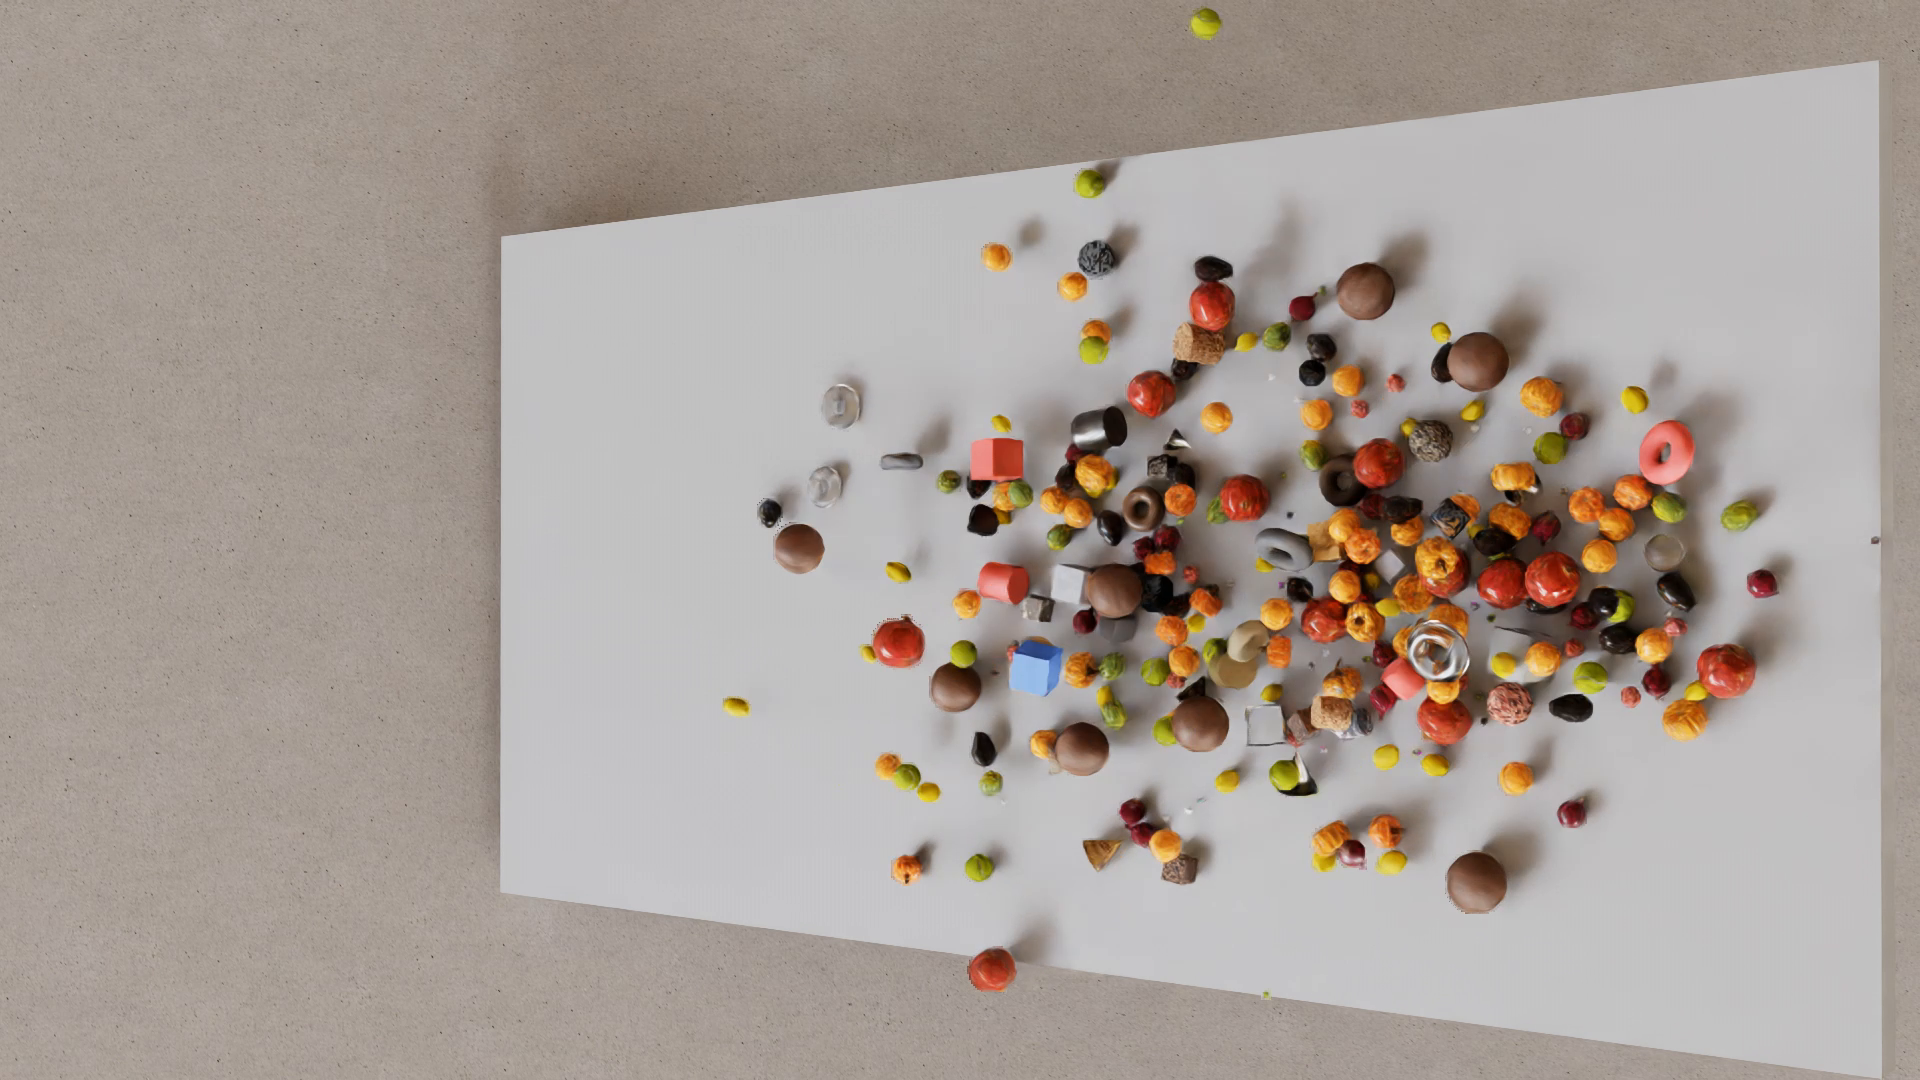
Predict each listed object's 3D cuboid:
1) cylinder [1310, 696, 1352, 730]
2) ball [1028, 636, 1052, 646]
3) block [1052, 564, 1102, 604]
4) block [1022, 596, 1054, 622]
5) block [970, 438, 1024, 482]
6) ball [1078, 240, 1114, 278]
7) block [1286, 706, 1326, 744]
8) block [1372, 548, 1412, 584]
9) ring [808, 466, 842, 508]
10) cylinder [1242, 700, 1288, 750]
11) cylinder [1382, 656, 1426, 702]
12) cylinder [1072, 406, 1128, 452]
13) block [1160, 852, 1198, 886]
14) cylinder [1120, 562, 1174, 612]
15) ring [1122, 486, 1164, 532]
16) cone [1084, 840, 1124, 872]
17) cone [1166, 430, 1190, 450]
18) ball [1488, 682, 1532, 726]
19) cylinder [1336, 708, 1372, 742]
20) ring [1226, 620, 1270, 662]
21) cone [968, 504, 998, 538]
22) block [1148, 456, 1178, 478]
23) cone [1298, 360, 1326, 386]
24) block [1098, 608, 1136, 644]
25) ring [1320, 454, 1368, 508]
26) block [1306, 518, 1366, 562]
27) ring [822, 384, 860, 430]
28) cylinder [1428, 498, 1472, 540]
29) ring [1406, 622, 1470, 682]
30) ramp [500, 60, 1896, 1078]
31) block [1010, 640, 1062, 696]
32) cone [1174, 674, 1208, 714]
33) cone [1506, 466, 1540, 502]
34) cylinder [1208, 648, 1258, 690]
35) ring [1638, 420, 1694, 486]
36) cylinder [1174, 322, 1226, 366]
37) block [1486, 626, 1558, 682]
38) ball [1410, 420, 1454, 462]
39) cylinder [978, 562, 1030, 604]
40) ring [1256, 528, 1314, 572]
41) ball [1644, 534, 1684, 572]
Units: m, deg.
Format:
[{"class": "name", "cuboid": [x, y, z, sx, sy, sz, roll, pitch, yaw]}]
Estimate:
[{"class": "cylinder", "cuboid": [0.820, 0.381, 4.852, 0.071, 0.071, 0.071, 7, 90, -7]}, {"class": "ball", "cuboid": [0.191, 0.284, 5.426, 0.091, 0.091, 0.091, 0, 90, 0]}, {"class": "block", "cuboid": [0.287, 0.109, 5.398, 0.083, 0.083, 0.083, 14, 98, 36]}, {"class": "block", "cuboid": [0.194, 0.170, 5.485, 0.054, 0.054, 0.054, 16, 99, 36]}, {"class": "block", "cuboid": [0.091, -0.199, 5.456, 0.094, 0.094, 0.094, 3, 84, -35]}, {"class": "ball", "cuboid": [0.333, -0.685, 5.366, 0.090, 0.090, 0.090, 0, 90, 0]}, {"class": "block", "cuboid": [0.793, 0.420, 5.021, 0.058, 0.058, 0.058, -17, 68, -27]}, {"class": "block", "cuboid": [0.965, 0.059, 4.907, 0.054, 0.054, 0.054, -46, 64, 19]}, {"class": "ring", "cuboid": [-0.364, -0.142, 5.914, 0.113, 0.038, 0.113, -1, 88, 38]}, {"class": "cylinder", "cuboid": [0.706, 0.427, 5.078, 0.088, 0.088, 0.088, -14, 73, 0]}, {"class": "cylinder", "cuboid": [0.966, 0.302, 4.790, 0.069, 0.069, 0.069, 43, 90, -3]}, {"class": "cylinder", "cuboid": [0.338, -0.268, 5.333, 0.096, 0.096, 0.096, -11, 89, 40]}, {"class": "block", "cuboid": [0.523, 0.782, 5.233, 0.059, 0.059, 0.059, 12, 97, 36]}, {"class": "cylinder", "cuboid": [0.446, 0.114, 5.254, 0.094, 0.094, 0.094, -11, 114, -25]}, {"class": "ring", "cuboid": [0.443, -0.074, 5.312, 0.113, 0.038, 0.113, 0, 90, 36]}, {"class": "cone", "cuboid": [0.361, 0.750, 5.353, 0.088, 0.088, 0.088, -29, 90, 14]}, {"class": "cone", "cuboid": [0.530, -0.230, 5.250, 0.055, 0.055, 0.055, 25, 90, 15]}, {"class": "ball", "cuboid": [1.181, 0.352, 4.722, 0.095, 0.095, 0.095, 0, 90, 0]}, {"class": "cylinder", "cuboid": [0.886, 0.417, 4.958, 0.061, 0.061, 0.061, -23, 90, 39]}, {"class": "ring", "cuboid": [0.656, 0.229, 5.002, 0.112, 0.112, 0.037, -42, 49, 0]}, {"class": "cone", "cuboid": [0.039, -0.036, 5.516, 0.085, 0.085, 0.085, 10, 111, 27]}, {"class": "block", "cuboid": [0.486, -0.176, 5.271, 0.053, 0.053, 0.053, 0, 90, 37]}, {"class": "cone", "cuboid": [0.804, -0.382, 5.002, 0.063, 0.063, 0.063, 0, 90, 3]}, {"class": "block", "cuboid": [0.380, 0.207, 5.317, 0.062, 0.062, 0.062, -10, 116, -31]}, {"class": "ring", "cuboid": [0.871, -0.134, 4.992, 0.120, 0.040, 0.120, -1, 89, 36]}, {"class": "block", "cuboid": [0.849, 0.001, 4.966, 0.087, 0.087, 0.087, -2, 83, -39]}, {"class": "ring", "cuboid": [-0.319, -0.354, 5.880, 0.123, 0.041, 0.123, 1, 91, 37]}, {"class": "cylinder", "cuboid": [1.050, -0.046, 4.714, 0.065, 0.065, 0.065, 41, 90, 5]}, {"class": "ring", "cuboid": [1.021, 0.240, 4.699, 0.143, 0.048, 0.143, 18, 122, 31]}, {"class": "ramp", "cuboid": [0.233, 0.065, 5.553, 4.000, 0.100, 2.000, 0, 89, 37]}, {"class": "block", "cuboid": [0.181, 0.305, 5.224, 0.091, 0.091, 0.091, 13, 111, 19]}, {"class": "cone", "cuboid": [0.564, 0.354, 5.212, 0.083, 0.083, 0.083, 31, 91, 0]}, {"class": "cone", "cuboid": [1.199, -0.136, 4.748, 0.080, 0.080, 0.080, -8, 129, -10]}, {"class": "cylinder", "cuboid": [0.631, 0.297, 5.088, 0.093, 0.093, 0.093, 0, 88, -8]}, {"class": "ring", "cuboid": [1.445, -0.178, 4.498, 0.045, 0.135, 0.135, 11, 90, -27]}, {"class": "cylinder", "cuboid": [0.562, -0.461, 5.170, 0.089, 0.089, 0.089, 6, 90, -25]}, {"class": "block", "cuboid": [1.199, 0.245, 4.693, 0.100, 0.100, 0.100, 4, 97, -40]}, {"class": "ball", "cuboid": [1.036, -0.217, 4.832, 0.095, 0.095, 0.095, 0, 90, 0]}, {"class": "cylinder", "cuboid": [0.110, 0.107, 5.525, 0.093, 0.093, 0.093, 10, 89, 36]}, {"class": "ring", "cuboid": [0.729, 0.022, 4.939, 0.137, 0.137, 0.046, 27, 67, 0]}, {"class": "ball", "cuboid": [1.451, 0.027, 4.533, 0.079, 0.079, 0.079, 0, 90, 0]}]
